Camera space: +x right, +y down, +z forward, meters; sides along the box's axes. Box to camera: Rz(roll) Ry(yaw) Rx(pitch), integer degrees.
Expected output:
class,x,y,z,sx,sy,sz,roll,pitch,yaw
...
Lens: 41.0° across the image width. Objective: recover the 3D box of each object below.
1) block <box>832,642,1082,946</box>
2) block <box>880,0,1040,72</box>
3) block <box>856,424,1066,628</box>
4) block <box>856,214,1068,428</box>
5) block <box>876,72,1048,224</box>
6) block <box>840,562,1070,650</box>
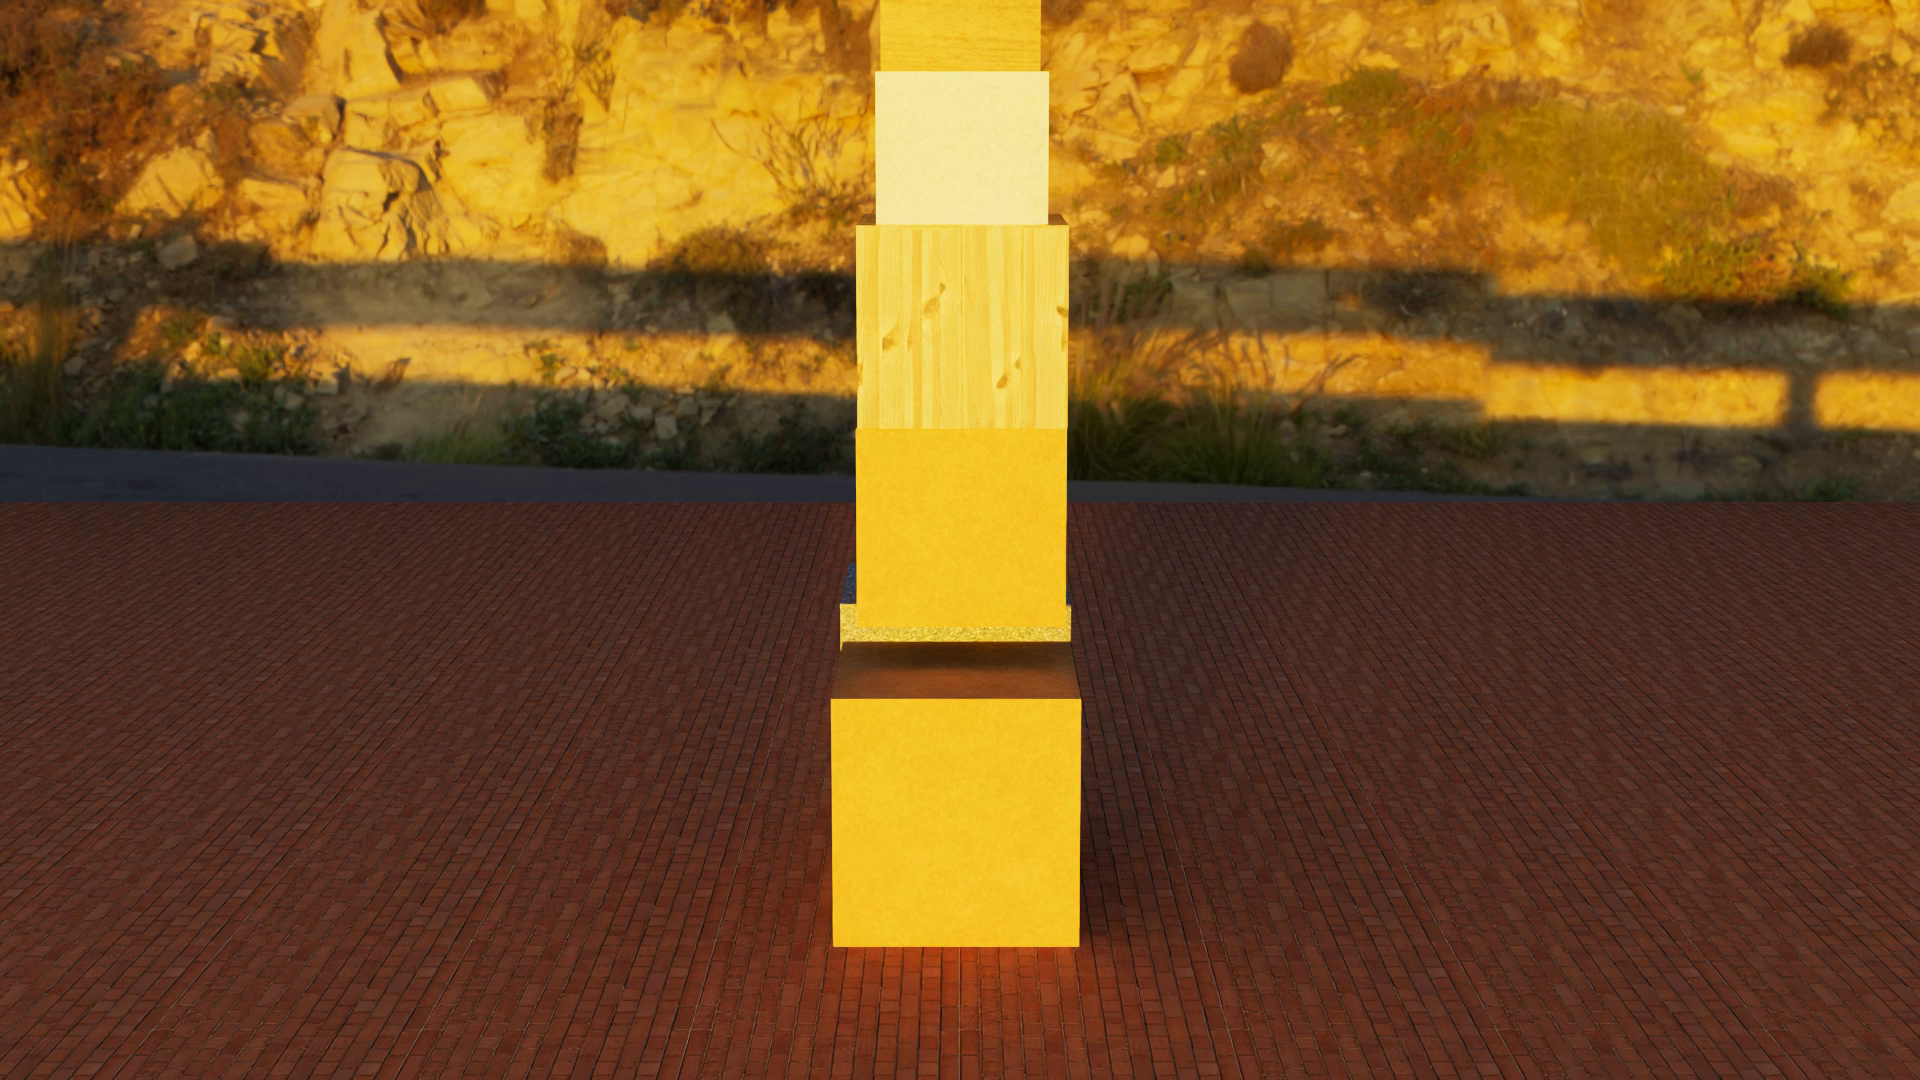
class,x,y,z,sx,sy,sz,roll,pitch,yaw
block,-0.015,1.053,10.877,1.001,1.037,1.053,0,10,0
block,0.002,-2.240,10.770,0.652,0.539,0.677,0,10,0
block,0.006,-0.125,11.157,0.877,0.844,0.860,0,10,0
block,0.010,-0.953,11.006,0.871,0.839,0.880,0,10,0
block,0.009,-1.670,10.874,0.710,0.620,0.680,0,10,0
block,-0.019,0.788,11.864,1.015,1.205,0.964,0,10,0
